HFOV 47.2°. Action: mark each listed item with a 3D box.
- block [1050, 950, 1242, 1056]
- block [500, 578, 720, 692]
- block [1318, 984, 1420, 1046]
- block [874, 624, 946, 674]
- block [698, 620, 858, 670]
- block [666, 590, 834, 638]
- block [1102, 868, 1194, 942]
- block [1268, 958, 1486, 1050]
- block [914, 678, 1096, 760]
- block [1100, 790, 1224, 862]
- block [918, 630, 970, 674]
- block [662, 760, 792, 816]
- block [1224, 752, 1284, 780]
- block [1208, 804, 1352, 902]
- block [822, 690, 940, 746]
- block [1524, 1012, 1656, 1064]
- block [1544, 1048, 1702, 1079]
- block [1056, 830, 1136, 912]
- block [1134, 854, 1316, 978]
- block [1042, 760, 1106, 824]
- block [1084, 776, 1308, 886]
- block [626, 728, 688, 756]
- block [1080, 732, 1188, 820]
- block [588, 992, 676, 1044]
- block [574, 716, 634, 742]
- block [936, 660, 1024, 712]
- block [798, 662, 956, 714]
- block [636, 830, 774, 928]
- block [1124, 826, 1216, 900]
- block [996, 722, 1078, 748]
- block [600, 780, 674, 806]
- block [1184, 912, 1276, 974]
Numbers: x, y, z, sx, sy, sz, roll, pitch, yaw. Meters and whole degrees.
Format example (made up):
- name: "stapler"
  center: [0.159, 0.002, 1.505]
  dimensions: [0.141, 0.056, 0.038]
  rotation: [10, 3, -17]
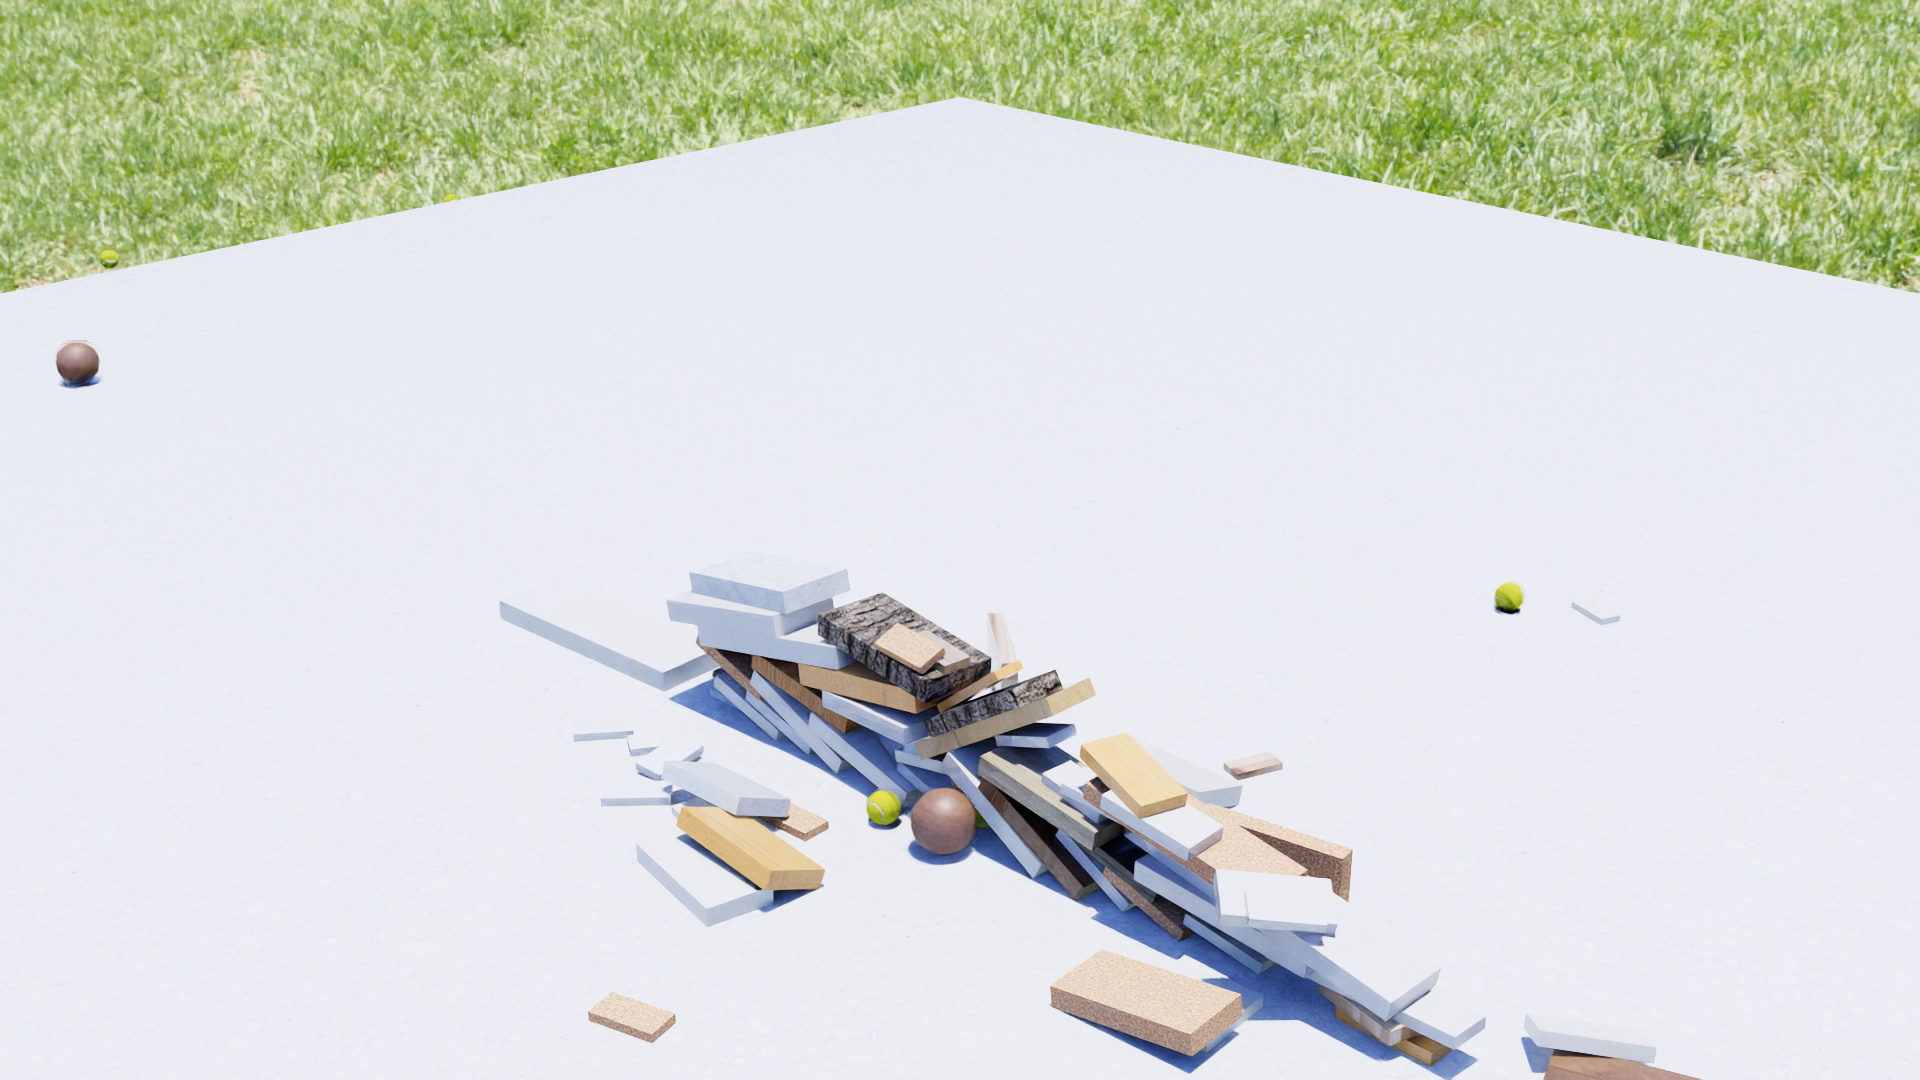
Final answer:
- name: "block"
  center: [0.319, 0.794, 3.788]
  dimensions: [0.299, 0.042, 0.149]
  rotation: [10, 24, 40]
- name: "block"
  center: [-0.831, 0.218, 5.183]
  dimensions: [0.589, 0.049, 0.173]
  rotation: [19, 29, 37]
- name: "block"
  center: [0.713, 0.795, 3.776]
  dimensions: [0.098, 0.028, 0.195]
  rotation: [-13, 24, -26]
- name: "block"
  center: [-0.099, 0.214, 4.344]
  dimensions: [0.133, 0.019, 0.067]
  rotation: [26, 55, 40]
- name: "block"
  center: [-0.353, 0.199, 4.688]
  dimensions: [0.436, 0.048, 0.171]
  rotation: [7, 21, 43]
- name: "block"
  center: [-0.455, 0.143, 4.761]
  dimensions: [0.347, 0.049, 0.173]
  rotation: [6, 21, 43]
- name: "block"
  center: [0.373, 0.658, 4.100]
  dimensions: [0.099, 0.028, 0.199]
  rotation: [-21, 48, -41]
- name: "block"
  center: [0.708, 0.766, 3.777]
  dimensions: [0.087, 0.025, 0.402]
  rotation: [-20, 28, -39]
- name: "block"
  center: [0.085, 0.352, 4.302]
  dimensions: [0.131, 0.037, 0.391]
  rotation: [-21, -2, -45]
- name: "block"
  center: [0.363, 0.498, 3.960]
  dimensions: [0.203, 0.029, 0.101]
  rotation: [29, 37, 34]
- name: "block"
  center: [-0.049, 0.222, 4.366]
  dimensions: [0.067, 0.019, 0.134]
  rotation: [-18, 33, -38]
- name: "block"
  center: [-0.474, 0.501, 4.441]
  dimensions: [0.131, 0.037, 0.262]
  rotation: [9, 6, -43]
- name: "block"
  center: [0.616, 0.475, 4.621]
  dimensions: [0.112, 0.016, 0.056]
  rotation: [-11, 25, -24]
- name: "block"
  center: [0.587, 0.610, 4.131]
  dimensions: [0.299, 0.149, 0.042]
  rotation: [15, 27, 32]
- name: "block"
  center: [-0.149, 0.343, 4.493]
  dimensions: [0.131, 0.037, 0.261]
  rotation: [-18, 26, -38]
- name: "block"
  center: [1.056, 0.835, 3.689]
  dimensions: [0.195, 0.028, 0.098]
  rotation: [8, 5, 0]
- name: "block"
  center: [1.090, 0.903, 3.585]
  dimensions: [0.261, 0.037, 0.131]
  rotation: [11, 25, 23]
- name: "block"
  center: [0.283, 0.608, 4.178]
  dimensions: [0.099, 0.028, 0.199]
  rotation: [-21, 59, -41]
- name: "block"
  center: [0.510, 0.652, 3.953]
  dimensions: [0.146, 0.041, 0.404]
  rotation: [-20, 32, -38]
- name: "block"
  center: [0.233, 0.474, 4.145]
  dimensions: [0.076, 0.022, 0.152]
  rotation: [-19, 39, -39]
- name: "block"
  center: [0.421, 0.531, 3.979]
  dimensions: [0.131, 0.037, 0.420]
  rotation: [-22, 40, -39]
- name: "block"
  center: [-0.646, 0.435, 4.714]
  dimensions: [0.128, 0.018, 0.064]
  rotation: [-6, 24, -13]
- name: "block"
  center: [0.315, 0.428, 4.014]
  dimensions: [0.101, 0.029, 0.202]
  rotation: [-12, 34, -28]
- name: "block"
  center: [-0.566, 0.824, 3.795]
  dimensions: [0.136, 0.019, 0.068]
  rotation: [12, 26, 27]
- name: "block"
  center: [-0.773, 0.411, 4.770]
  dimensions: [0.128, 0.018, 0.064]
  rotation: [-3, 23, -7]
- name: "block"
  center: [0.038, 0.289, 4.319]
  dimensions: [0.067, 0.019, 0.227]
  rotation: [-22, -8, -36]
- name: "block"
  center: [-0.153, 0.277, 4.519]
  dimensions: [0.342, 0.048, 0.171]
  rotation: [10, 22, 43]
- name: "block"
  center: [-0.490, 0.637, 4.207]
  dimensions: [0.142, 0.040, 0.284]
  rotation: [-15, 27, -32]
- name: "block"
  center: [0.451, 0.569, 4.032]
  dimensions: [0.146, 0.041, 0.292]
  rotation: [-15, 29, -32]
- name: "block"
  center: [0.146, 0.375, 4.233]
  dimensions: [0.076, 0.022, 0.152]
  rotation: [-21, 11, -38]
- name: "block"
  center: [-0.662, 0.520, 4.510]
  dimensions: [0.142, 0.019, 0.068]
  rotation: [-1, 23, -2]
- name: "block"
  center: [0.502, 0.717, 4.000]
  dimensions: [0.175, 0.025, 0.087]
  rotation: [31, 36, 33]
